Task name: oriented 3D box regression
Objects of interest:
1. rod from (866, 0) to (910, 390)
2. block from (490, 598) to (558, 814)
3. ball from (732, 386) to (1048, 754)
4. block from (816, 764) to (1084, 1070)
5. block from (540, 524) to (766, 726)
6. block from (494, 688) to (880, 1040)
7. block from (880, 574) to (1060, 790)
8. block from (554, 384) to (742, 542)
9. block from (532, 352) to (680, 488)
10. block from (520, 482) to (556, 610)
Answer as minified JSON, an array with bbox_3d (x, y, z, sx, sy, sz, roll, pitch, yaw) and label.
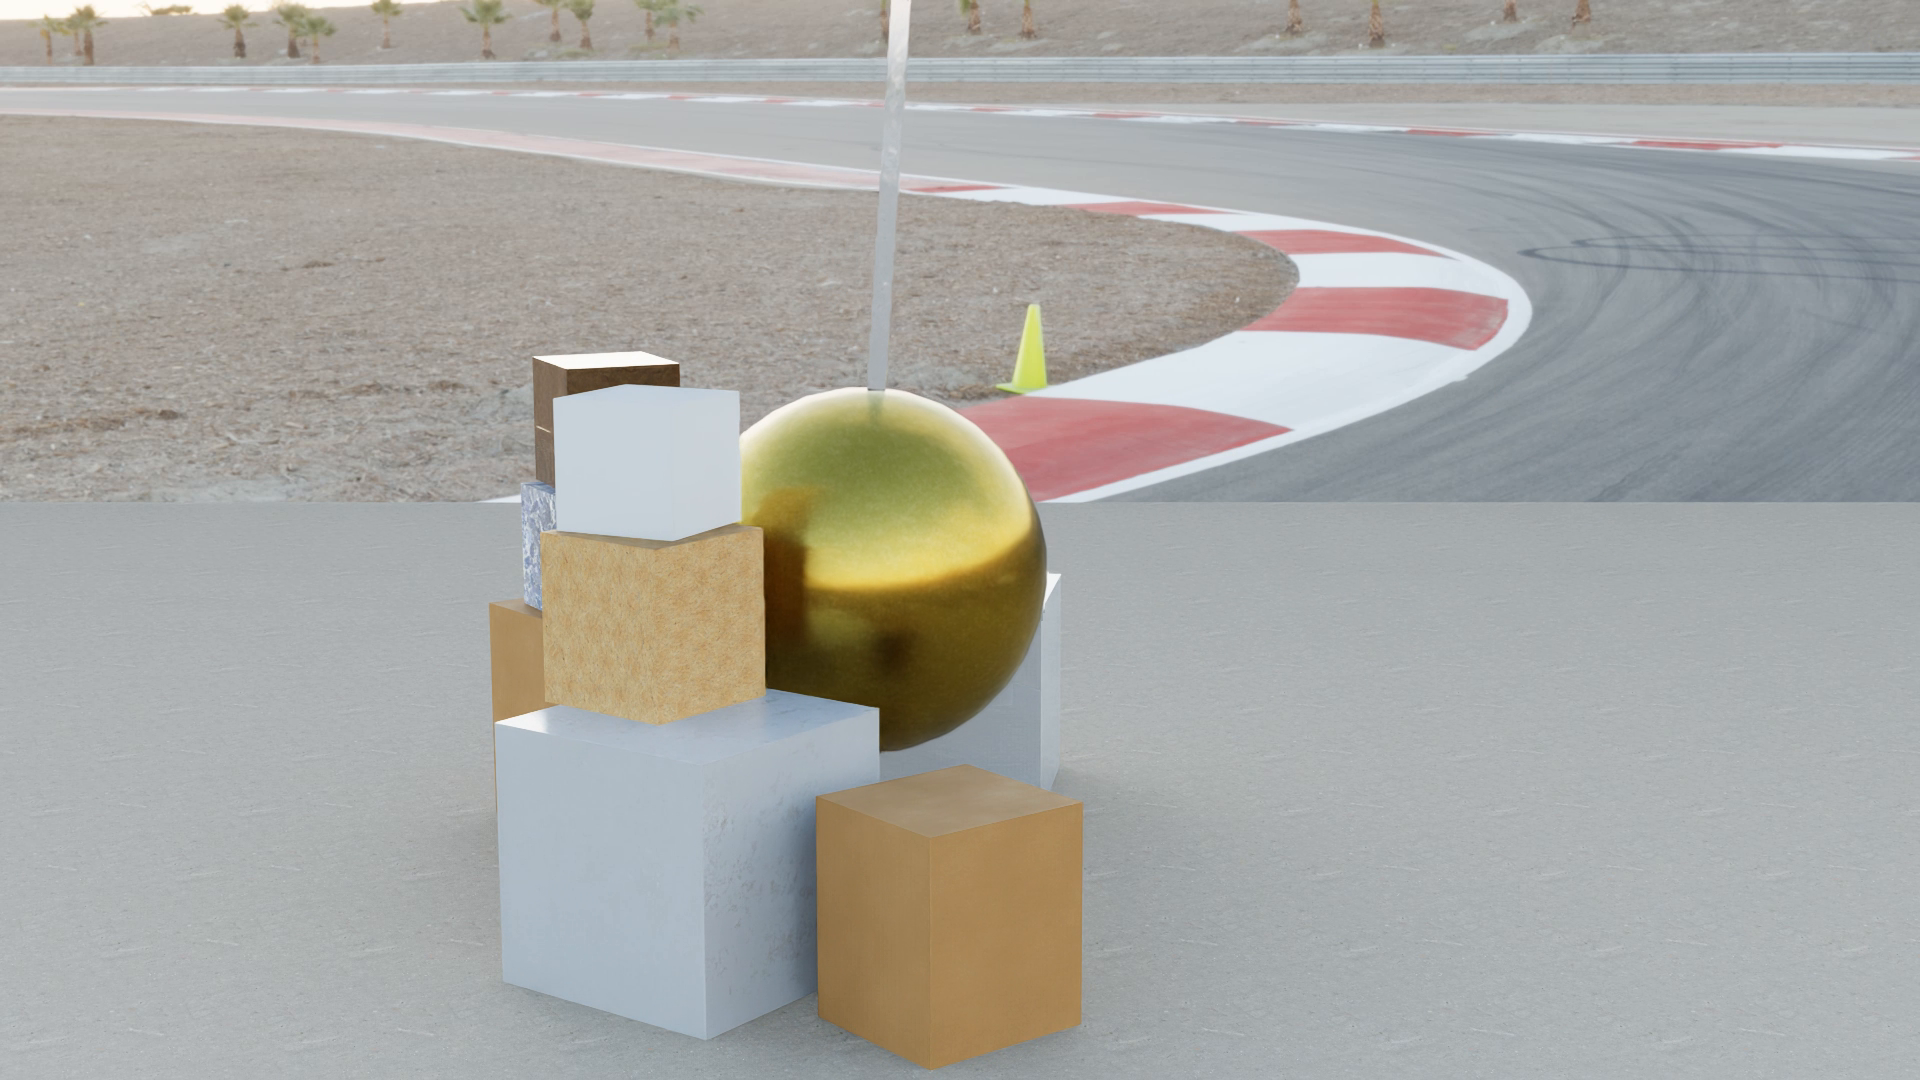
[{"bbox_3d":[-0.180,-3.205,10.598,0.080,5.200,0.080,4,10,-1],"label":"rod"},{"bbox_3d":[-1.589,0.819,12.178,0.887,1.031,0.947,-8,13,-39],"label":"block"},{"bbox_3d":[-0.416,0.132,11.204,1.600,1.600,1.600,0,10,0],"label":"ball"},{"bbox_3d":[-0.041,1.381,9.562,0.719,0.861,0.683,-8,13,-38],"label":"block"},{"bbox_3d":[-1.214,0.296,10.185,0.626,0.683,0.611,8,13,37],"label":"block"},{"bbox_3d":[-1.054,1.196,10.068,1.060,1.045,1.048,7,13,35],"label":"block"},{"bbox_3d":[-0.027,0.734,12.717,0.960,1.005,0.884,1,10,8],"label":"block"},{"bbox_3d":[-1.235,-0.316,10.178,0.536,0.524,0.520,5,11,25],"label":"block"},{"bbox_3d":[-1.652,-0.551,11.997,0.536,0.582,0.564,-5,11,-25],"label":"block"},{"bbox_3d":[-1.633,0.037,11.993,0.615,0.574,0.657,-6,12,-30],"label":"block"}]
